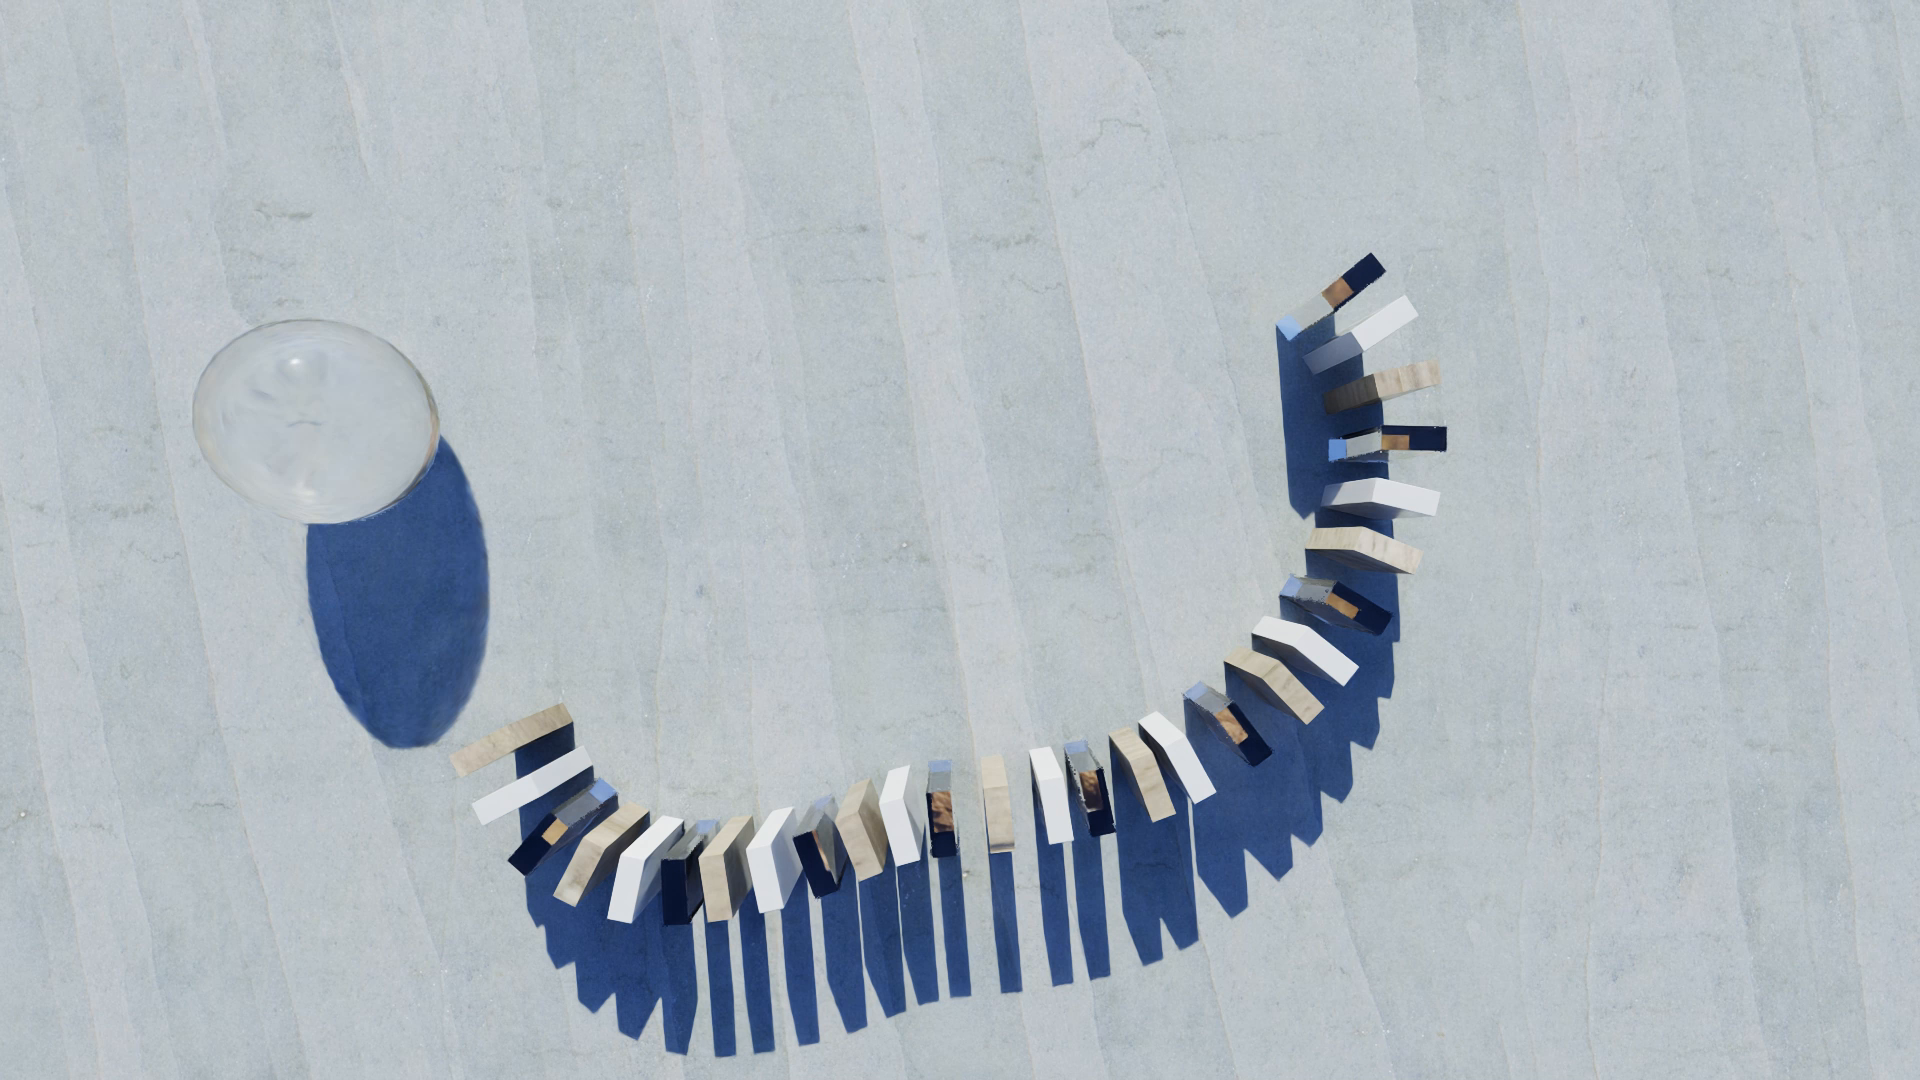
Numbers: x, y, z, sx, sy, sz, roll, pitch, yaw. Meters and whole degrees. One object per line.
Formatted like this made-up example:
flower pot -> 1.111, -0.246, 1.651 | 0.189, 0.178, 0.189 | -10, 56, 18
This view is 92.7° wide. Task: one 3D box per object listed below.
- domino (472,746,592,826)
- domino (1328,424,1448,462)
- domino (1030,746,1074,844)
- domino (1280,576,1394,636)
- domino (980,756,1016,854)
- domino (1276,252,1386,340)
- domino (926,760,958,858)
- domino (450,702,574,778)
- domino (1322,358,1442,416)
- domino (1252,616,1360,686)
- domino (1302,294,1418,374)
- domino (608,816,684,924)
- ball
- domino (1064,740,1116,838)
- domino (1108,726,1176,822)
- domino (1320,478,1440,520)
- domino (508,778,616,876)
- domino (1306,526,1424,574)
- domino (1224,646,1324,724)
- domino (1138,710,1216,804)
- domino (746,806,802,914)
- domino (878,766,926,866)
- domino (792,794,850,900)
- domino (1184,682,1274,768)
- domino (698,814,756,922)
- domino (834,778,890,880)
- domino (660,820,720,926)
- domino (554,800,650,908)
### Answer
domino -> -0.173, 0.099, 0.375 | 0.025, 0.050, 0.010 | -27, 90, 0
domino -> 0.173, -0.039, 0.375 | 0.025, 0.050, 0.009 | 1, 90, 0
domino -> 0.037, 0.103, 0.375 | 0.009, 0.050, 0.025 | -9, 90, 0
domino -> 0.152, 0.026, 0.375 | 0.025, 0.050, 0.010 | 31, 90, 0
domino -> 0.015, 0.107, 0.375 | 0.009, 0.050, 0.025 | -6, 90, 0
domino -> 0.150, -0.099, 0.375 | 0.025, 0.050, 0.010 | -39, 90, 0
domino -> -0.007, 0.109, 0.375 | 0.009, 0.050, 0.025 | -6, 90, 0
domino -> -0.182, 0.081, 0.375 | 0.025, 0.050, 0.009 | -28, 90, 0
domino -> 0.171, -0.062, 0.375 | 0.025, 0.050, 0.010 | -13, 90, 0
domino -> 0.140, 0.044, 0.375 | 0.025, 0.050, 0.009 | 39, 90, 0
domino -> 0.162, -0.083, 0.375 | 0.025, 0.050, 0.009 | -34, 90, 0
domino -> -0.128, 0.133, 0.375 | 0.009, 0.050, 0.025 | 12, 90, 0
ball -> -0.250, -0.046, 0.360 | 0.080, 0.080, 0.080 | 0, 90, 0
domino -> 0.053, 0.100, 0.375 | 0.010, 0.050, 0.025 | -12, 90, 0
domino -> 0.074, 0.095, 0.375 | 0.010, 0.050, 0.025 | -21, 90, 0
domino -> 0.170, -0.016, 0.375 | 0.025, 0.050, 0.010 | 13, 90, 0
domino -> -0.161, 0.116, 0.375 | 0.010, 0.050, 0.025 | 41, 90, 0
domino -> 0.164, 0.004, 0.375 | 0.025, 0.050, 0.009 | 22, 90, 0
domino -> 0.127, 0.058, 0.375 | 0.010, 0.050, 0.025 | -44, 90, 0
domino -> 0.088, 0.088, 0.375 | 0.009, 0.050, 0.025 | -29, 90, 0
domino -> -0.075, 0.129, 0.375 | 0.010, 0.050, 0.025 | -12, 90, 0
domino -> -0.023, 0.112, 0.375 | 0.010, 0.050, 0.025 | -15, 90, 0
domino -> -0.055, 0.124, 0.375 | 0.010, 0.050, 0.025 | -21, 90, 0
domino -> 0.109, 0.074, 0.375 | 0.009, 0.050, 0.025 | -37, 90, 0
domino -> -0.093, 0.133, 0.375 | 0.010, 0.050, 0.025 | -9, 90, 0
domino -> -0.039, 0.117, 0.375 | 0.009, 0.050, 0.025 | -22, 90, 0
domino -> -0.109, 0.135, 0.375 | 0.010, 0.050, 0.025 | -3, 90, 0
domino -> -0.146, 0.127, 0.375 | 0.009, 0.050, 0.025 | 27, 90, 0
